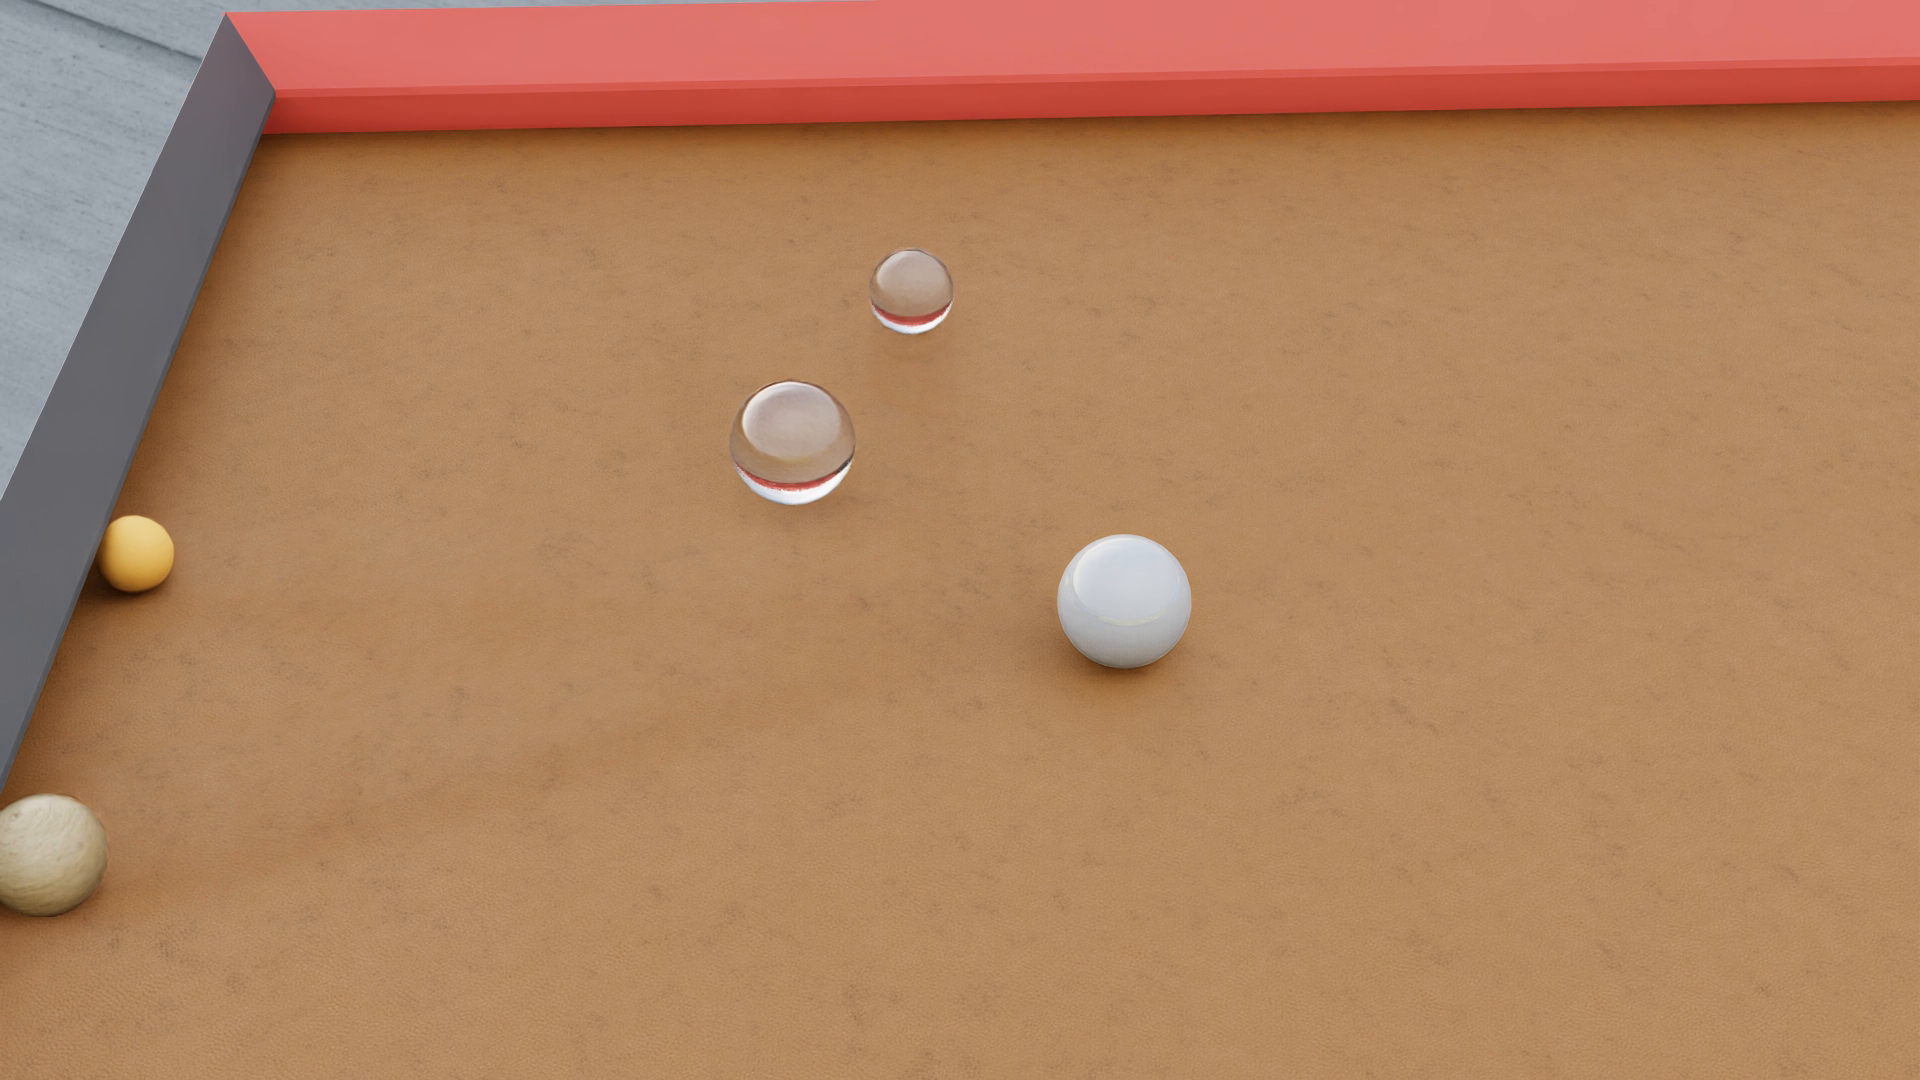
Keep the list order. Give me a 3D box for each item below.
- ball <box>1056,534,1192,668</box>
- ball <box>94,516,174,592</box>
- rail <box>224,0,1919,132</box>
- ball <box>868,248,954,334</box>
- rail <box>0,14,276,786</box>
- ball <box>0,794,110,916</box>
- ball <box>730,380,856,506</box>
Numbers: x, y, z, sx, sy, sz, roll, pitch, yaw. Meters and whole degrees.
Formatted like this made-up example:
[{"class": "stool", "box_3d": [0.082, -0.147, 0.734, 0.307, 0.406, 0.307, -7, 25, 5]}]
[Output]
[{"class": "ball", "box_3d": [0.111, 0.041, 1.736, 0.091, 0.091, 0.091, 0, 35, 0]}, {"class": "ball", "box_3d": [-0.584, 0.010, 1.812, 0.054, 0.054, 0.054, 0, 35, 0]}, {"class": "rail", "box_3d": [0.606, -0.454, 2.411, 2.561, 0.121, 0.045, -2, 35, -2]}, {"class": "ball", "box_3d": [-0.040, -0.203, 2.101, 0.070, 0.070, 0.070, 0, 35, 0]}, {"class": "rail", "box_3d": [-0.616, -0.002, 1.770, 0.045, 0.121, 1.503, -2, 35, -2]}, {"class": "ball", "box_3d": [-0.550, 0.189, 1.542, 0.073, 0.073, 0.073, 0, 35, 0]}, {"class": "ball", "box_3d": [-0.124, -0.072, 1.895, 0.093, 0.093, 0.093, 0, 35, 0]}]
